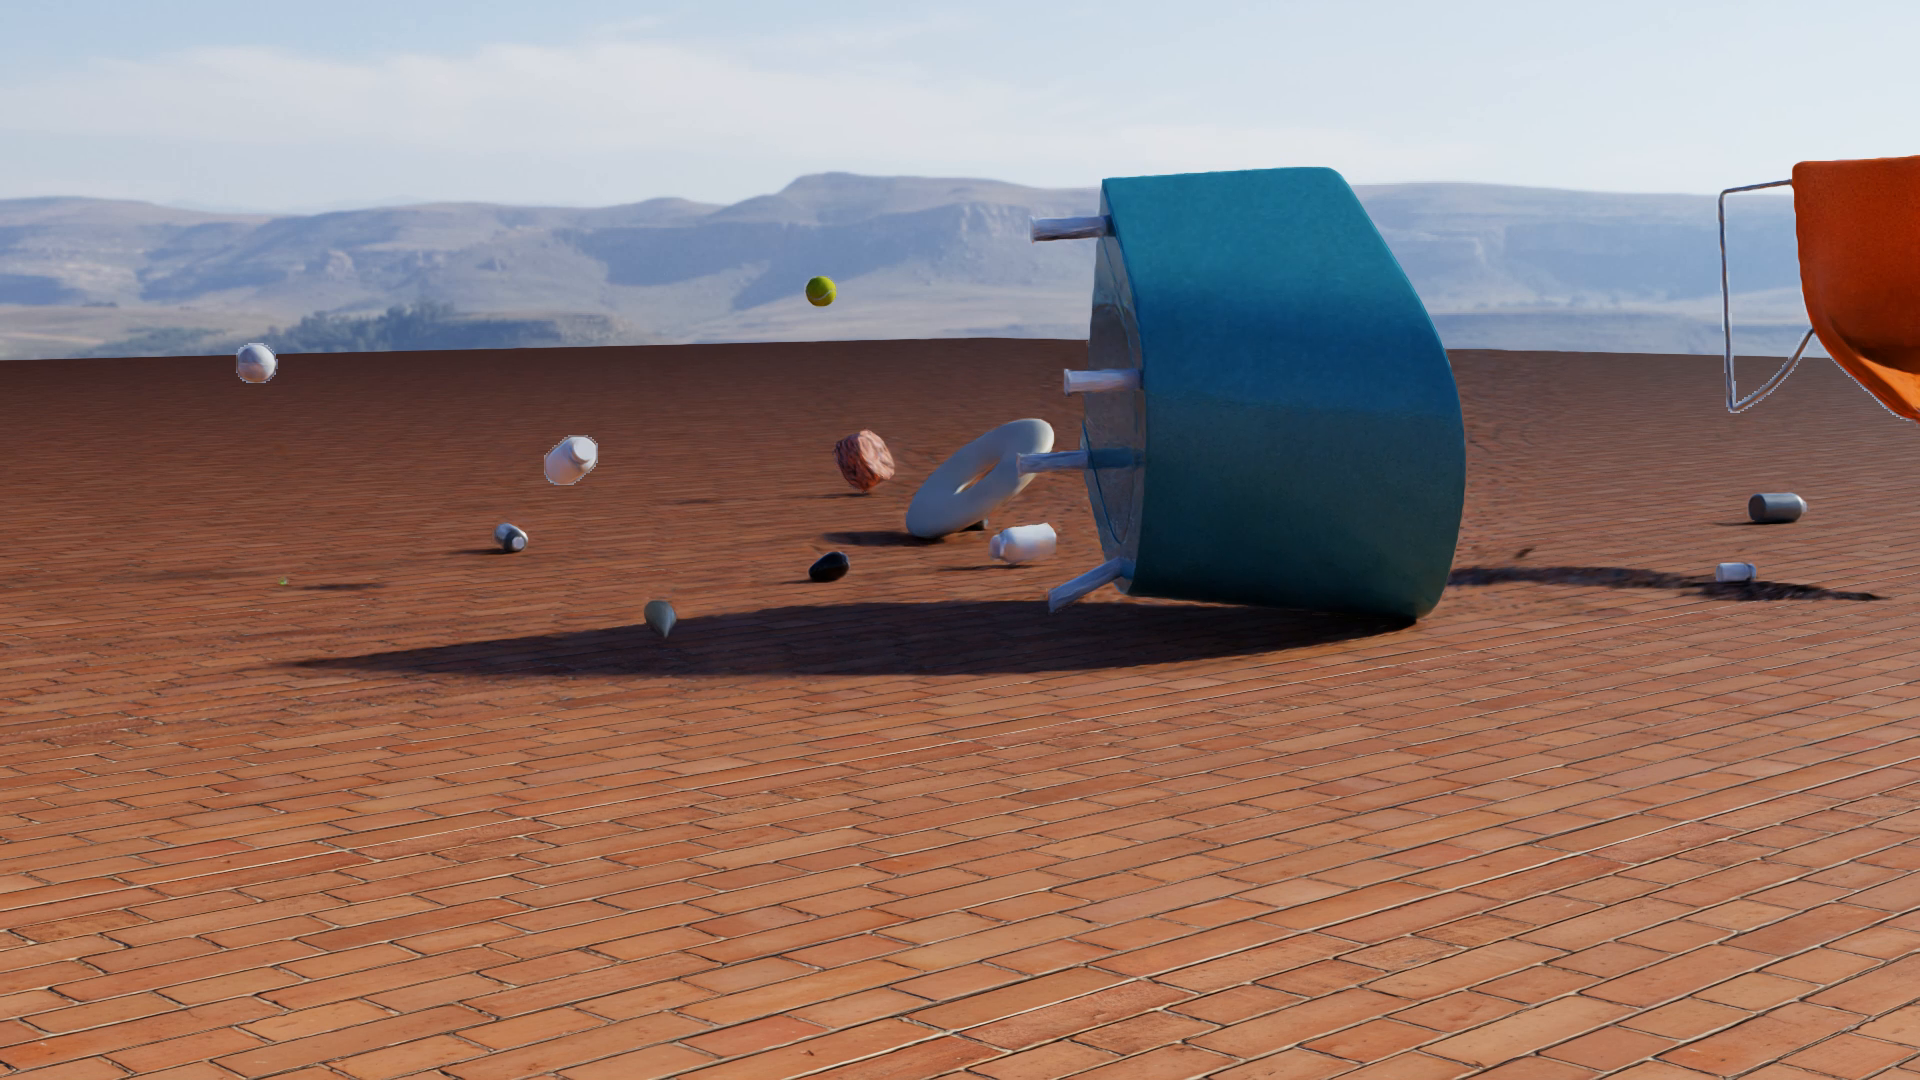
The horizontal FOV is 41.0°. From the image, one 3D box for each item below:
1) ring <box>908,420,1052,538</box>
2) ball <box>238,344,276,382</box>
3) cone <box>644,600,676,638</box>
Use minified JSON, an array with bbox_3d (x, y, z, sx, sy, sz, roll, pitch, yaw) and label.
[{"bbox_3d":[0.050,-0.158,6.531,0.451,0.073,0.417,-33,21,12],"label":"ring"},{"bbox_3d":[-1.875,-0.471,6.835,0.099,0.099,0.099,0,6,0],"label":"ball"},{"bbox_3d":[-0.545,0.160,4.706,0.055,0.073,0.086,-31,30,3],"label":"cone"}]
